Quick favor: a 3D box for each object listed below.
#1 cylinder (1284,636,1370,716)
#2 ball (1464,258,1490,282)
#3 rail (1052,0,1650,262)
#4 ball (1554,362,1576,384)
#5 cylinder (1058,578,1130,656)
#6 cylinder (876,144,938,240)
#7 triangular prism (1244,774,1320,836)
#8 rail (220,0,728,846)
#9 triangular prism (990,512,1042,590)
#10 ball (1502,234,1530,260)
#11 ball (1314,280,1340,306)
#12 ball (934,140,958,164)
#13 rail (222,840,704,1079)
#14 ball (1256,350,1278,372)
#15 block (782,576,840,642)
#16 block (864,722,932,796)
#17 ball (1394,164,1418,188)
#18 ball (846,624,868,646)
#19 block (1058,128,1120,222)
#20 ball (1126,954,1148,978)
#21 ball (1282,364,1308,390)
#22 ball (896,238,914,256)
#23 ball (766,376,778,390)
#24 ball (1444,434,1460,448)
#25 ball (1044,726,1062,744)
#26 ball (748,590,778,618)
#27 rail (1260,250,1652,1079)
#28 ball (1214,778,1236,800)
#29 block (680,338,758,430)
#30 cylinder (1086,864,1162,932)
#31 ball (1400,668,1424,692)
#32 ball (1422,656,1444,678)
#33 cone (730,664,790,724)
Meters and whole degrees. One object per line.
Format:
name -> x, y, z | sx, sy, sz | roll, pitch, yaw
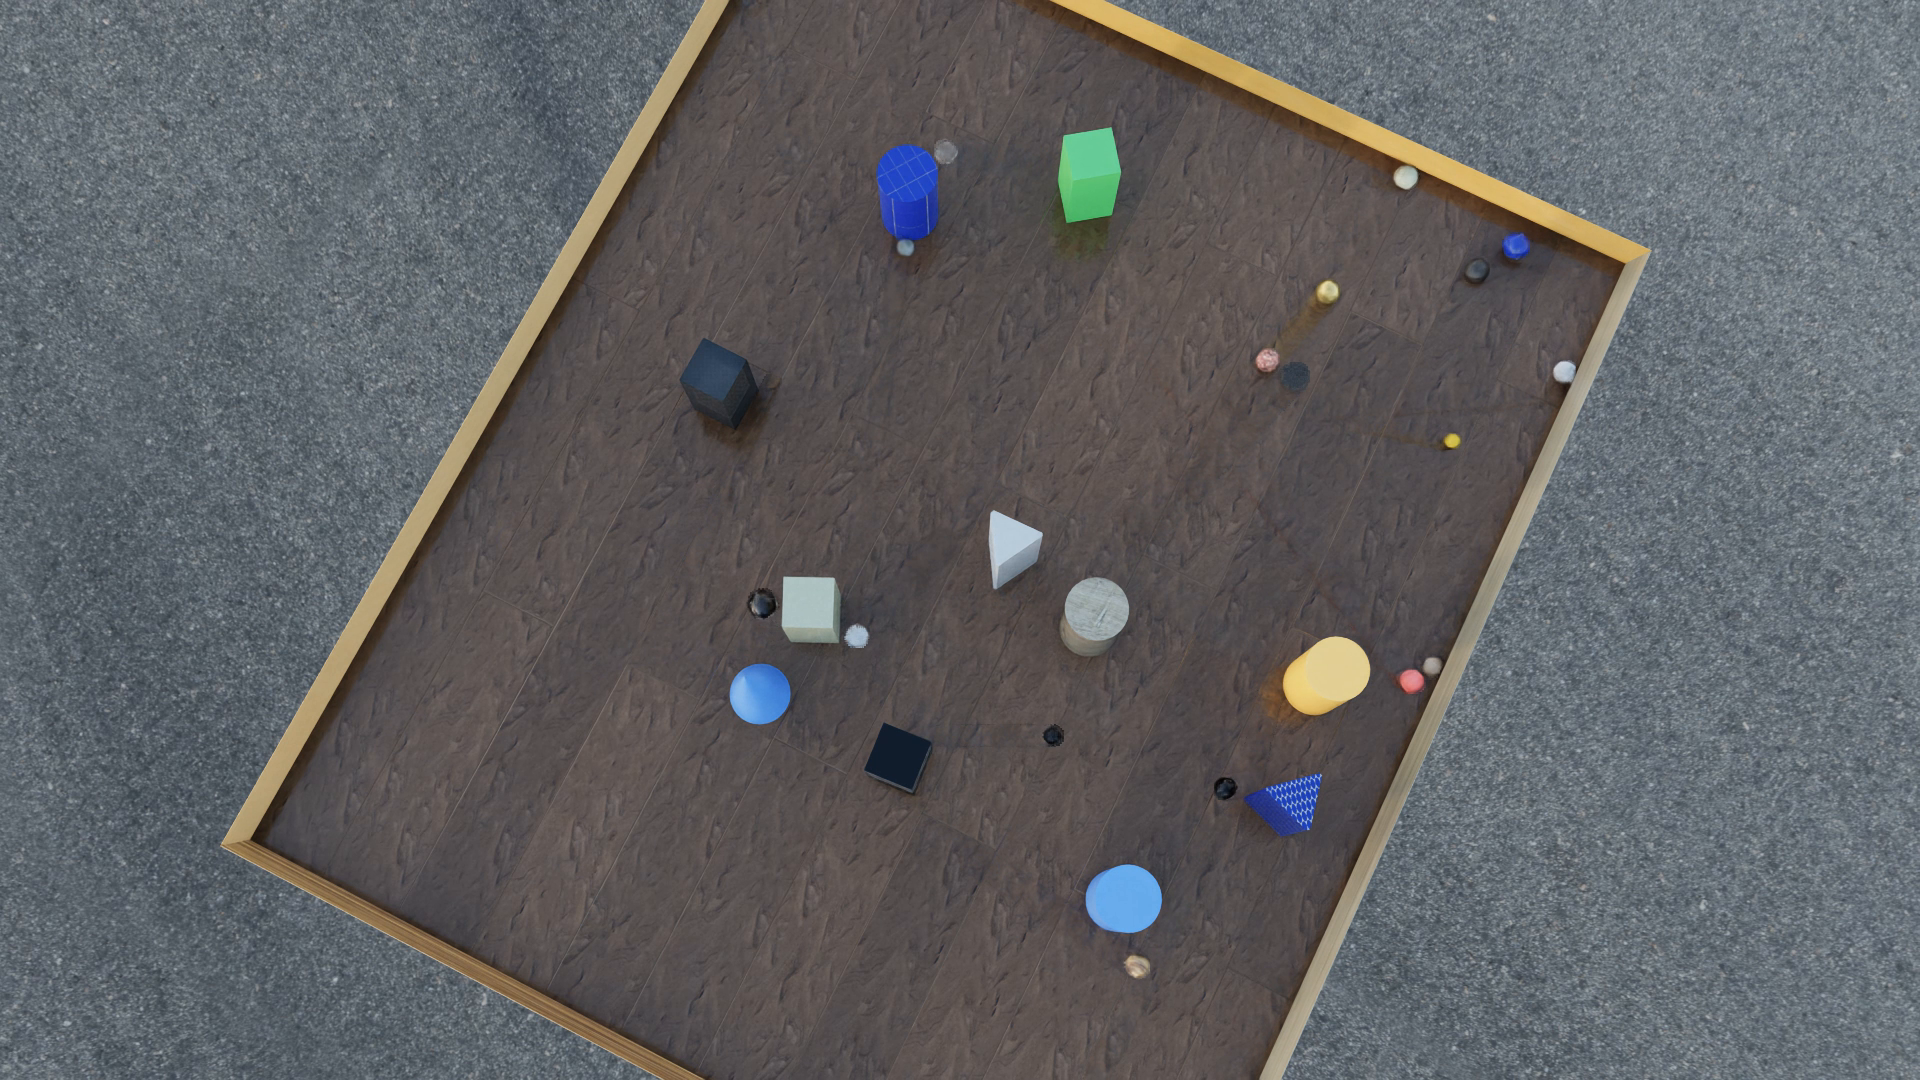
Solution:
cylinder -> 1.066, 0.400, 5.349 | 0.183, 0.361, 0.183 | 0, 78, 0
ball -> 1.623, -0.848, 5.752 | 0.078, 0.078, 0.078 | 0, 78, 0
rail -> 0.783, -1.527, 5.870 | 3.022, 0.119, 0.045 | 26, 80, 5
ball -> 1.878, -0.519, 5.688 | 0.070, 0.070, 0.070 | 0, 78, 0
cylinder -> 0.391, 0.230, 5.399 | 0.183, 0.332, 0.183 | 0, 78, 0
cylinder -> -0.159, -1.071, 5.674 | 0.183, 0.321, 0.183 | 0, 78, 0
triangular prism -> 0.949, 0.736, 5.255 | 0.137, 0.409, 0.159 | -44, 82, -8
rail -> -1.330, -0.645, 5.688 | 0.045, 0.119, 3.549 | 26, 80, 5
triangular prism -> 0.131, 0.012, 5.418 | 0.159, 0.383, 0.137 | -34, 80, -7
ball -> 1.752, -0.923, 5.765 | 0.083, 0.083, 0.083 | 0, 78, 0
ball -> 1.150, -0.774, 5.736 | 0.079, 0.079, 0.079 | 0, 78, 0
ball -> -0.045, -1.236, 5.835 | 0.071, 0.071, 0.071 | 0, 78, 0
rail -> -0.783, 1.540, 5.236 | 3.022, 0.119, 0.045 | 26, 80, 5
ball -> 0.955, -0.557, 5.696 | 0.069, 0.069, 0.069 | 0, 78, 0
block -> -0.438, 0.209, 5.424 | 0.147, 0.292, 0.147 | 1, 78, 0
block -> -0.177, 0.642, 5.340 | 0.147, 0.281, 0.147 | 22, 79, 4
ball -> 1.415, -1.153, 5.816 | 0.075, 0.075, 0.075 | 0, 78, 0
ball -> -0.311, 0.287, 5.524 | 0.065, 0.065, 0.065 | 0, 78, 0
block -> 0.398, -1.126, 5.675 | 0.147, 0.341, 0.147 | -10, 79, -2
ball -> 0.515, 1.236, 5.326 | 0.067, 0.067, 0.067 | 0, 78, 0
ball -> 1.037, -0.507, 5.680 | 0.081, 0.081, 0.081 | 0, 78, 0
ball -> -0.173, -0.924, 5.780 | 0.054, 0.054, 0.054 | 0, 78, 0
ball -> -0.584, -0.490, 5.696 | 0.042, 0.042, 0.042 | 0, 78, 0
ball -> 1.518, -0.306, 5.656 | 0.046, 0.046, 0.046 | 0, 78, 0
ball -> 0.277, 0.584, 5.468 | 0.054, 0.054, 0.054 | 0, 78, 0
ball -> -0.596, 0.195, 5.532 | 0.087, 0.087, 0.087 | 0, 78, 0
rail -> 1.330, 0.658, 5.419 | 0.045, 0.119, 3.549 | 26, 80, 5
ball -> 0.788, 0.735, 5.431 | 0.065, 0.065, 0.065 | 0, 78, 0
block -> -0.727, -0.469, 5.552 | 0.147, 0.317, 0.147 | 27, 80, 5
cylinder -> 0.461, 1.022, 5.209 | 0.183, 0.384, 0.183 | 0, 78, 0
ball -> 1.355, 0.422, 5.494 | 0.070, 0.070, 0.070 | 0, 78, 0
ball -> 1.422, 0.381, 5.506 | 0.062, 0.062, 0.062 | 0, 78, 0
cone -> -0.602, 0.422, 5.320 | 0.183, 0.410, 0.183 | 0, 78, 0
